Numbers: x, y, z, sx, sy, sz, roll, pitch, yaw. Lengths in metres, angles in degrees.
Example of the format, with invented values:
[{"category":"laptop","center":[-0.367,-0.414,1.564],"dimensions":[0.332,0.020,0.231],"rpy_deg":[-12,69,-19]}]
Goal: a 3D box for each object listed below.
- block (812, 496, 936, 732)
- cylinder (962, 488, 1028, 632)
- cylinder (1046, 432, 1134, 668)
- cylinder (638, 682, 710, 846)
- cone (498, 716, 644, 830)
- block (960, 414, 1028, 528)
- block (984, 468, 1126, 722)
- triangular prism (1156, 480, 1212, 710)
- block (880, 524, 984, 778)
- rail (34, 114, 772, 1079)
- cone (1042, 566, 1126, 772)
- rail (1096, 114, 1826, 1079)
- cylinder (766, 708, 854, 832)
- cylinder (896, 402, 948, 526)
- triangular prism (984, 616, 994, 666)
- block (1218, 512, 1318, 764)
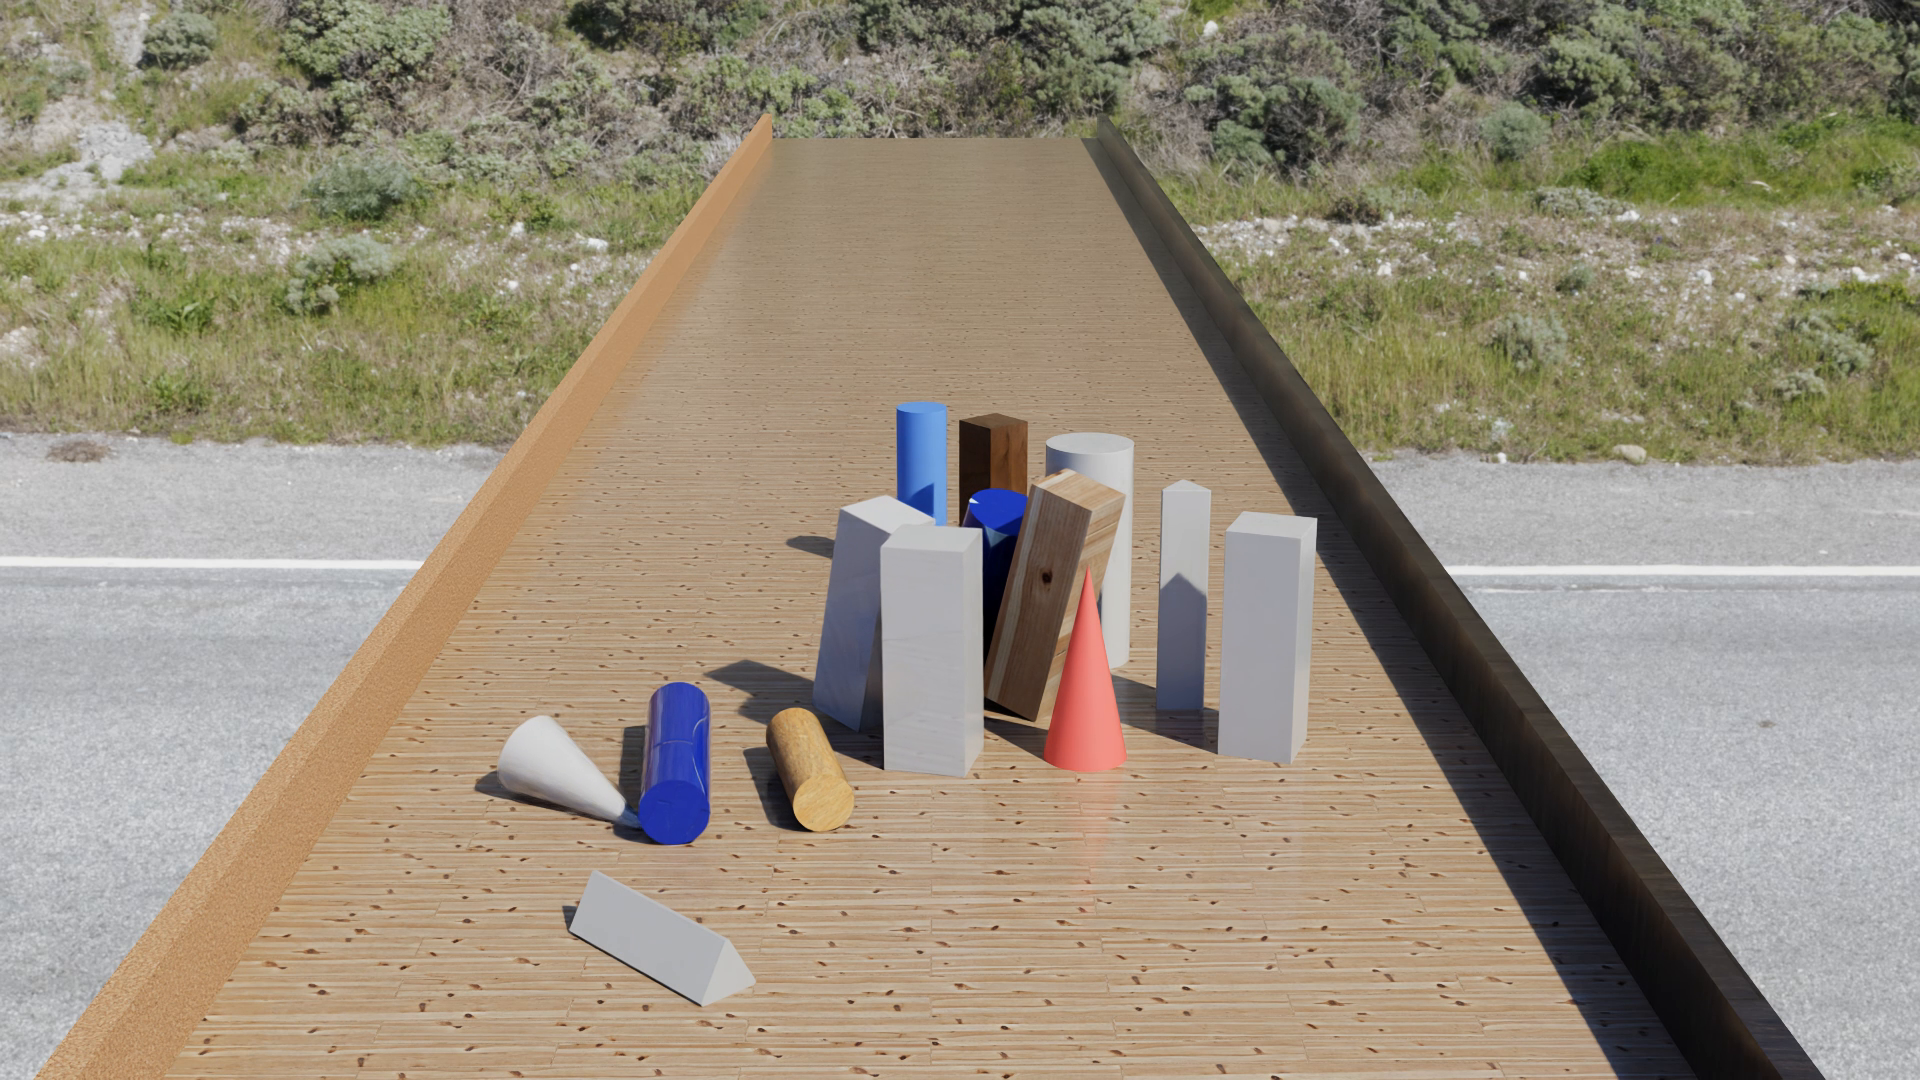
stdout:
[{"category":"block","center":[-0.161,0.135,4.033],"dimensions":[0.123,0.404,0.123],"rpy_deg":[26,28,34]},{"category":"cylinder","center":[0.052,0.088,4.265],"dimensions":[0.158,0.347,0.158],"rpy_deg":[12,33,-8]},{"category":"cylinder","center":[0.255,0.022,4.374],"dimensions":[0.174,0.443,0.174],"rpy_deg":[0,17,0]},{"category":"cylinder","center":[-0.485,0.375,3.764],"dimensions":[0.115,0.115,0.455],"rpy_deg":[-2,17,-6]},{"category":"cone","center":[-0.618,0.423,3.683],"dimensions":[0.305,0.141,0.141],"rpy_deg":[26,28,30]},{"category":"block","center":[0.070,-0.049,4.657],"dimensions":[0.102,0.418,0.102],"rpy_deg":[-13,21,-38]},{"category":"block","center":[0.169,0.103,4.077],"dimensions":[0.130,0.439,0.130],"rpy_deg":[25,26,25]},{"category":"triangular prism","center":[0.416,0.103,4.130],"dimensions":[0.090,0.428,0.078],"rpy_deg":[0,17,1]},{"category":"block","center":[-0.047,0.193,3.858],"dimensions":[0.146,0.410,0.146],"rpy_deg":[3,17,13]},{"category":"rail","center":[-1.118,-0.838,7.780],"dimensions":[0.050,0.150,12.000],"rpy_deg":[0,17,-1]},{"category":"cone","center":[0.223,0.213,3.879],"dimensions":[0.150,0.360,0.150],"rpy_deg":[0,17,0]},{"category":"rail","center":[0.932,-0.844,7.801],"dimensions":[0.050,0.150,12.000],"rpy_deg":[0,17,-1]},{"category":"cylinder","center":[-0.259,0.387,3.745],"dimensions":[0.101,0.101,0.311],"rpy_deg":[-4,17,-13]},{"category":"cylinder","center":[-0.084,-0.106,4.900],"dimensions":[0.111,0.389,0.111],"rpy_deg":[0,17,0]},{"category":"triangular prism","center":[0.017,0.171,4.093],"dimensions":[0.080,0.339,0.093],"rpy_deg":[-36,61,-6]},{"category":"block","center":[0.547,0.173,3.914],"dimensions":[0.133,0.417,0.133],"rpy_deg":[6,18,20]}]
